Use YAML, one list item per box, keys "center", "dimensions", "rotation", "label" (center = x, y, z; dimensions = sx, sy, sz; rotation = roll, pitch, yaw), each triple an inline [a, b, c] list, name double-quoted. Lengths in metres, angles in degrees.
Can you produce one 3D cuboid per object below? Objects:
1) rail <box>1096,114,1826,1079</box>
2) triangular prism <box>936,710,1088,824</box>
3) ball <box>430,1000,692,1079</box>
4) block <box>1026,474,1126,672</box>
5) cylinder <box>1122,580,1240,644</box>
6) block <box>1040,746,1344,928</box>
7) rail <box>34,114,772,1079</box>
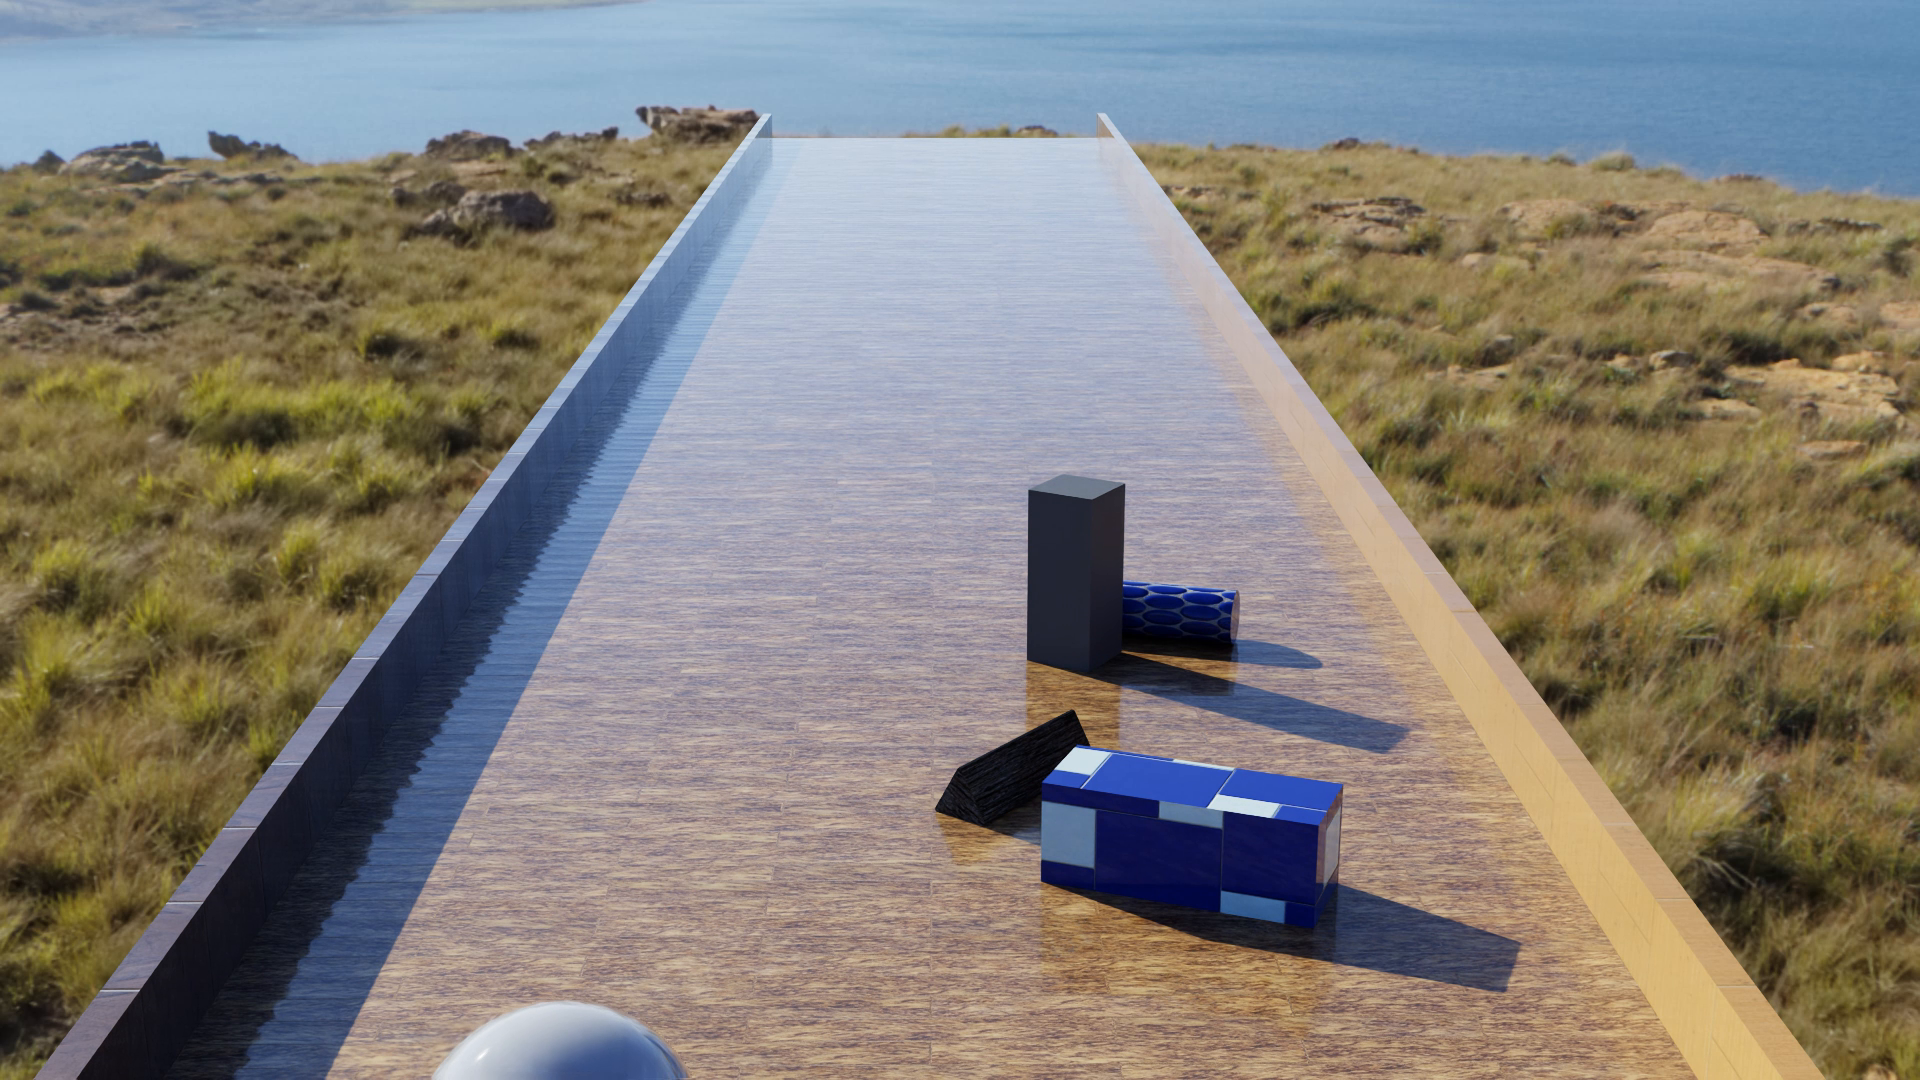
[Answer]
- center: [0.932, -0.844, 7.801]
  dimensions: [0.050, 0.150, 12.000]
  rotation: [0, 17, -1]
  label: "rail"
- center: [0.100, 0.381, 3.781]
  dimensions: [0.102, 0.089, 0.337]
  rotation: [12, 20, 35]
  label: "triangular prism"
- center: [-0.440, 0.669, 2.412]
  dimensions: [0.321, 0.321, 0.321]
  rotation: [0, 17, 0]
  label: "ball"
- center: [0.231, 0.064, 4.388]
  dimensions: [0.141, 0.355, 0.141]
  rotation: [10, 19, 30]
  label: "block"
- center: [0.403, 0.145, 4.541]
  dimensions: [0.333, 0.113, 0.113]
  rotation: [5, 17, 16]
  label: "cylinder"
- center: [0.358, 0.454, 3.406]
  dimensions: [0.432, 0.167, 0.167]
  rotation: [7, 18, 21]
  label: "block"
- center: [-1.118, -0.838, 7.780]
  dimensions: [0.050, 0.150, 12.000]
  rotation: [0, 17, -1]
  label: "rail"
